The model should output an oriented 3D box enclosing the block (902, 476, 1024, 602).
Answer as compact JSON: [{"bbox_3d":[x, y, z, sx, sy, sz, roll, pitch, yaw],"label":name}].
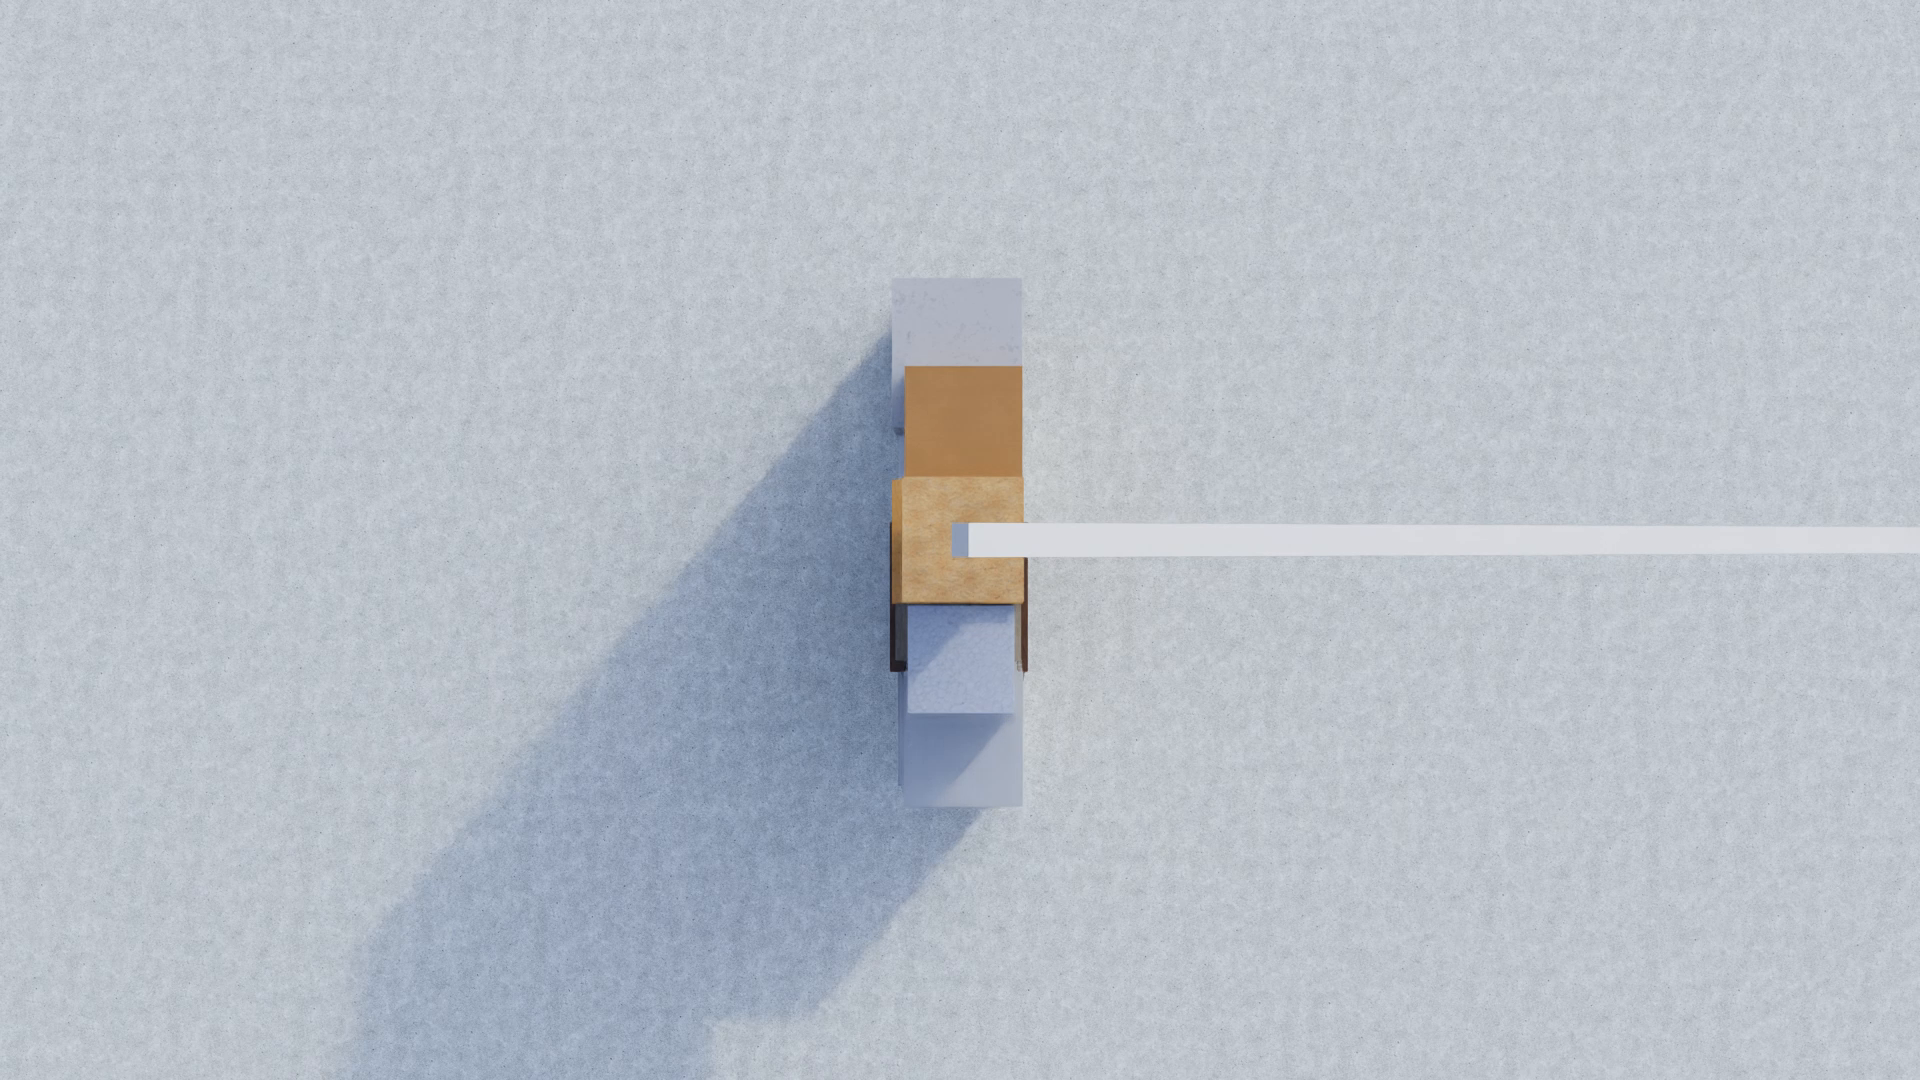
[{"bbox_3d":[0.014,-0.003,10.258,0.549,0.651,0.567,0,90,0],"label":"block"}]

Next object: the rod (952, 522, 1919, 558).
[{"bbox_3d":[2.234,0.000,6.490,5.200,0.080,0.080,0,90,-31],"label":"rod"}]

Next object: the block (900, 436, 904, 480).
[{"bbox_3d":[-0.009,-0.441,12.663,0.663,0.674,0.666,0,90,0],"label":"block"}]

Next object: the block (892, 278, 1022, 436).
[{"bbox_3d":[-0.015,-0.976,11.916,0.683,0.825,0.779,0,89,0],"label":"block"}]

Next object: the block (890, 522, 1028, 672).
[{"bbox_3d":[-0.006,0.316,12.579,0.764,0.842,0.827,0,90,0],"label":"block"}]

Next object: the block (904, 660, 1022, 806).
[{"bbox_3d":[0.018,1.022,11.859,0.623,0.637,0.717,0,94,0],"label":"block"}]

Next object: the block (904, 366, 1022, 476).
[{"bbox_3d":[0.018,-0.598,11.265,0.590,0.467,0.560,0,91,0],"label":"block"}]

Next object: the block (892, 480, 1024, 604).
[{"bbox_3d":[-0.012,0.008,11.225,0.651,0.615,0.618,0,90,0],"label":"block"}]

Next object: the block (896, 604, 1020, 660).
[{"bbox_3d":[-0.010,0.329,11.845,0.658,0.626,0.607,0,90,0],"label":"block"}]

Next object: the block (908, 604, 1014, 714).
[{"bbox_3d":[0.006,0.605,11.237,0.533,0.563,0.543,0,87,0],"label":"block"}]

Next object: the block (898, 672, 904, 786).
[{"bbox_3d":[-0.011,1.065,12.717,0.682,0.565,0.651,0,90,0],"label":"block"}]
